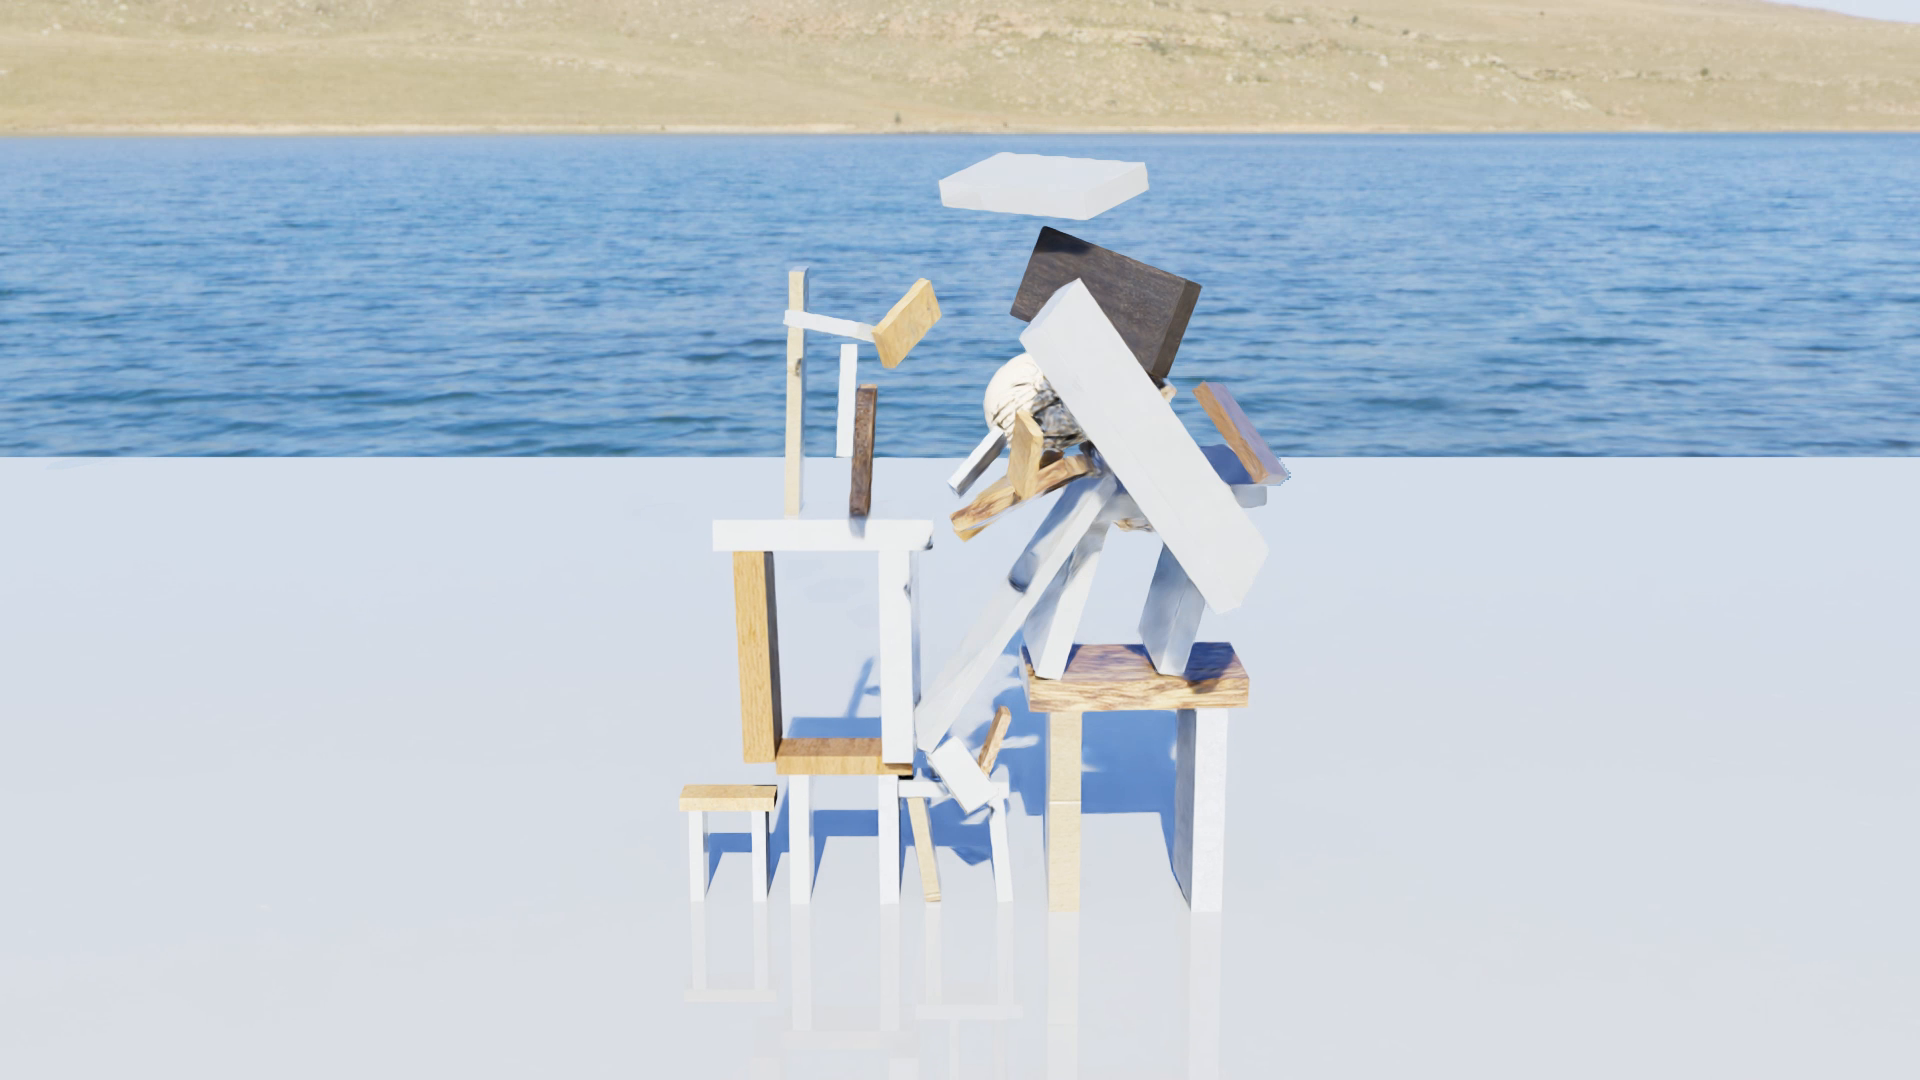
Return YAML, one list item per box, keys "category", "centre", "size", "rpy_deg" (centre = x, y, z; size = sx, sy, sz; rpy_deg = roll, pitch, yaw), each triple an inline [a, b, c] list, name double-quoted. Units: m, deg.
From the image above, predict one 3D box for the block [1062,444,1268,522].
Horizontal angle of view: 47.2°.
- category: "block"
  centre: [0.312, -0.090, 3.400]
  size: [0.291, 0.041, 0.145]
  rpy_deg: [-5, 28, -11]

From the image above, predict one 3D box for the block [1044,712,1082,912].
- category: "block"
  centre: [0.169, 0.414, 3.614]
  size: [0.049, 0.349, 0.175]
  rpy_deg: [0, 17, 0]

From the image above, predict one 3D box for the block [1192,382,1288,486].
- category: "block"
  centre: [0.418, -0.159, 3.280]
  size: [0.024, 0.173, 0.086]
  rpy_deg: [-39, -16, 22]

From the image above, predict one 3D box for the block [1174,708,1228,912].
- category: "block"
  centre: [0.394, 0.414, 3.618]
  size: [0.049, 0.349, 0.175]
  rpy_deg: [-1, 16, -4]

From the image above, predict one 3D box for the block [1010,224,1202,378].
- category: "block"
  centre: [0.218, -0.363, 3.336]
  size: [0.295, 0.148, 0.042]
  rpy_deg: [28, 11, 39]

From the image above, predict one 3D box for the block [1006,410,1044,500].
- category: "block"
  centre: [0.086, -0.112, 2.925]
  size: [0.016, 0.110, 0.055]
  rpy_deg: [-11, 44, -21]

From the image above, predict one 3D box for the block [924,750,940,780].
- category: "block"
  centre: [-0.047, 0.346, 3.558]
  size: [0.016, 0.057, 0.114]
  rpy_deg: [-14, -18, -2]

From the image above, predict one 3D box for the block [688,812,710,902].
- category: "block"
  centre: [-0.434, 0.513, 3.657]
  size: [0.022, 0.155, 0.077]
  rpy_deg: [0, 11, 0]

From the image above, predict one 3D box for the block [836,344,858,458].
- category: "block"
  centre: [-0.165, -0.203, 3.192]
  size: [0.023, 0.161, 0.081]
  rpy_deg: [3, 4, -4]

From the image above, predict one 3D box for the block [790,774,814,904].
- category: "block"
  centre: [-0.263, 0.480, 3.653]
  size: [0.031, 0.221, 0.111]
  rpy_deg: [0, 11, 0]

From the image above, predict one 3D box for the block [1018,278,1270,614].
- category: "block"
  centre: [0.266, -0.131, 3.105]
  size: [0.042, 0.492, 0.148]
  rpy_deg: [-25, 18, 38]

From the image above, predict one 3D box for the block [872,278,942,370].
- category: "block"
  centre: [-0.065, -0.264, 2.688]
  size: [0.016, 0.055, 0.110]
  rpy_deg: [14, 49, 33]

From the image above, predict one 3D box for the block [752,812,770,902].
- category: "block"
  centre: [-0.331, 0.513, 3.657]
  size: [0.022, 0.155, 0.077]
  rpy_deg: [0, 11, 0]

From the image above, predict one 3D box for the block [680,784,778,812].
- category: "block"
  centre: [-0.382, 0.427, 3.641]
  size: [0.155, 0.022, 0.077]
  rpy_deg: [0, 11, 0]

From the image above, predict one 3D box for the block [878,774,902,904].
- category: "block"
  centre: [-0.116, 0.480, 3.652]
  size: [0.031, 0.221, 0.111]
  rpy_deg: [0, 11, 0]

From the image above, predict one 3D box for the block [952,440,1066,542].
- category: "block"
  centre: [0.076, -0.075, 3.457]
  size: [0.198, 0.028, 0.099]
  rpy_deg: [-35, 14, 45]

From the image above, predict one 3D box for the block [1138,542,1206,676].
- category: "block"
  centre: [0.356, 0.053, 3.491]
  size: [0.041, 0.291, 0.145]
  rpy_deg: [8, 24, -14]

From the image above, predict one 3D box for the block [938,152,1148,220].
- category: "block"
  centre: [0.127, -0.545, 3.375]
  size: [0.295, 0.042, 0.148]
  rpy_deg: [13, 33, 42]

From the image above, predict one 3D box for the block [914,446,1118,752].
- category: "block"
  centre: [0.077, 0.098, 3.359]
  size: [0.024, 0.568, 0.086]
  rpy_deg: [21, 31, -21]

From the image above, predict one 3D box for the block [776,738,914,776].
- category: "block"
  centre: [-0.188, 0.356, 3.627]
  size: [0.221, 0.031, 0.111]
  rpy_deg: [0, 11, 0]

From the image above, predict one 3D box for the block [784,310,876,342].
- category: "block"
  centre: [-0.178, -0.315, 3.261]
  size: [0.161, 0.023, 0.081]
  rpy_deg: [15, 5, 43]

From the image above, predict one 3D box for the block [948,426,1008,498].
- category: "block"
  centre: [0.027, -0.114, 3.223]
  size: [0.016, 0.110, 0.055]
  rpy_deg: [39, -6, 16]

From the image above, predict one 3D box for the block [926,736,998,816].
- category: "block"
  centre: [0.003, 0.372, 3.481]
  size: [0.057, 0.114, 0.016]
  rpy_deg: [-32, -15, -18]

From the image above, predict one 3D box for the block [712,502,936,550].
- category: "block"
  centre: [-0.215, -0.024, 3.548]
  size: [0.347, 0.049, 0.174]
  rpy_deg: [0, 11, 1]

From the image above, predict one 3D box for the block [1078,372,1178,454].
- category: "block"
  centre: [0.255, -0.185, 3.356]
  size: [0.024, 0.173, 0.086]
  rpy_deg: [25, 20, -34]

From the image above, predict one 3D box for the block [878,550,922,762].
- category: "block"
  centre: [-0.096, 0.171, 3.585]
  size: [0.049, 0.347, 0.174]
  rpy_deg: [0, 11, 4]

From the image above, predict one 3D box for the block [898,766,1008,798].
- category: "block"
  centre: [-0.010, 0.400, 3.634]
  size: [0.179, 0.025, 0.090]
  rpy_deg: [0, 10, 0]

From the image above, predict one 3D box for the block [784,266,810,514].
- category: "block"
  centre: [-0.260, -0.238, 3.499]
  size: [0.023, 0.387, 0.081]
  rpy_deg: [3, 14, 1]

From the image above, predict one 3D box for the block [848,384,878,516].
- category: "block"
  centre: [-0.155, -0.146, 3.526]
  size: [0.028, 0.198, 0.099]
  rpy_deg: [4, 11, 1]

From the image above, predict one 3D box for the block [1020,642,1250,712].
- category: "block"
  centre: [0.279, 0.221, 3.564]
  size: [0.349, 0.049, 0.175]
  rpy_deg: [-1, 17, -4]

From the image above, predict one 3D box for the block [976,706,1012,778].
- category: "block"
  centre: [0.055, 0.333, 3.616]
  size: [0.016, 0.114, 0.057]
  rpy_deg: [20, 9, -8]

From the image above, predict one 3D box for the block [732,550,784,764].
- category: "block"
  centre: [-0.329, 0.172, 3.589]
  size: [0.049, 0.347, 0.174]
  rpy_deg: [-2, 11, 0]

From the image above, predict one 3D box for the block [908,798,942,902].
- category: "block"
  centre: [-0.059, 0.500, 3.656]
  size: [0.025, 0.179, 0.090]
  rpy_deg: [-9, 10, 2]

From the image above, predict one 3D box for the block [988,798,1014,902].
- category: "block"
  centre: [0.066, 0.501, 3.656]
  size: [0.025, 0.179, 0.090]
  rpy_deg: [-6, 10, 1]

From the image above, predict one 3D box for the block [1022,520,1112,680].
- category: "block"
  centre: [0.167, 0.058, 3.476]
  size: [0.041, 0.291, 0.145]
  rpy_deg: [10, 25, -13]

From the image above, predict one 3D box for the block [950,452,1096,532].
- category: "block"
  centre: [0.091, -0.069, 3.188]
  size: [0.198, 0.028, 0.099]
  rpy_deg: [-27, -5, 27]
